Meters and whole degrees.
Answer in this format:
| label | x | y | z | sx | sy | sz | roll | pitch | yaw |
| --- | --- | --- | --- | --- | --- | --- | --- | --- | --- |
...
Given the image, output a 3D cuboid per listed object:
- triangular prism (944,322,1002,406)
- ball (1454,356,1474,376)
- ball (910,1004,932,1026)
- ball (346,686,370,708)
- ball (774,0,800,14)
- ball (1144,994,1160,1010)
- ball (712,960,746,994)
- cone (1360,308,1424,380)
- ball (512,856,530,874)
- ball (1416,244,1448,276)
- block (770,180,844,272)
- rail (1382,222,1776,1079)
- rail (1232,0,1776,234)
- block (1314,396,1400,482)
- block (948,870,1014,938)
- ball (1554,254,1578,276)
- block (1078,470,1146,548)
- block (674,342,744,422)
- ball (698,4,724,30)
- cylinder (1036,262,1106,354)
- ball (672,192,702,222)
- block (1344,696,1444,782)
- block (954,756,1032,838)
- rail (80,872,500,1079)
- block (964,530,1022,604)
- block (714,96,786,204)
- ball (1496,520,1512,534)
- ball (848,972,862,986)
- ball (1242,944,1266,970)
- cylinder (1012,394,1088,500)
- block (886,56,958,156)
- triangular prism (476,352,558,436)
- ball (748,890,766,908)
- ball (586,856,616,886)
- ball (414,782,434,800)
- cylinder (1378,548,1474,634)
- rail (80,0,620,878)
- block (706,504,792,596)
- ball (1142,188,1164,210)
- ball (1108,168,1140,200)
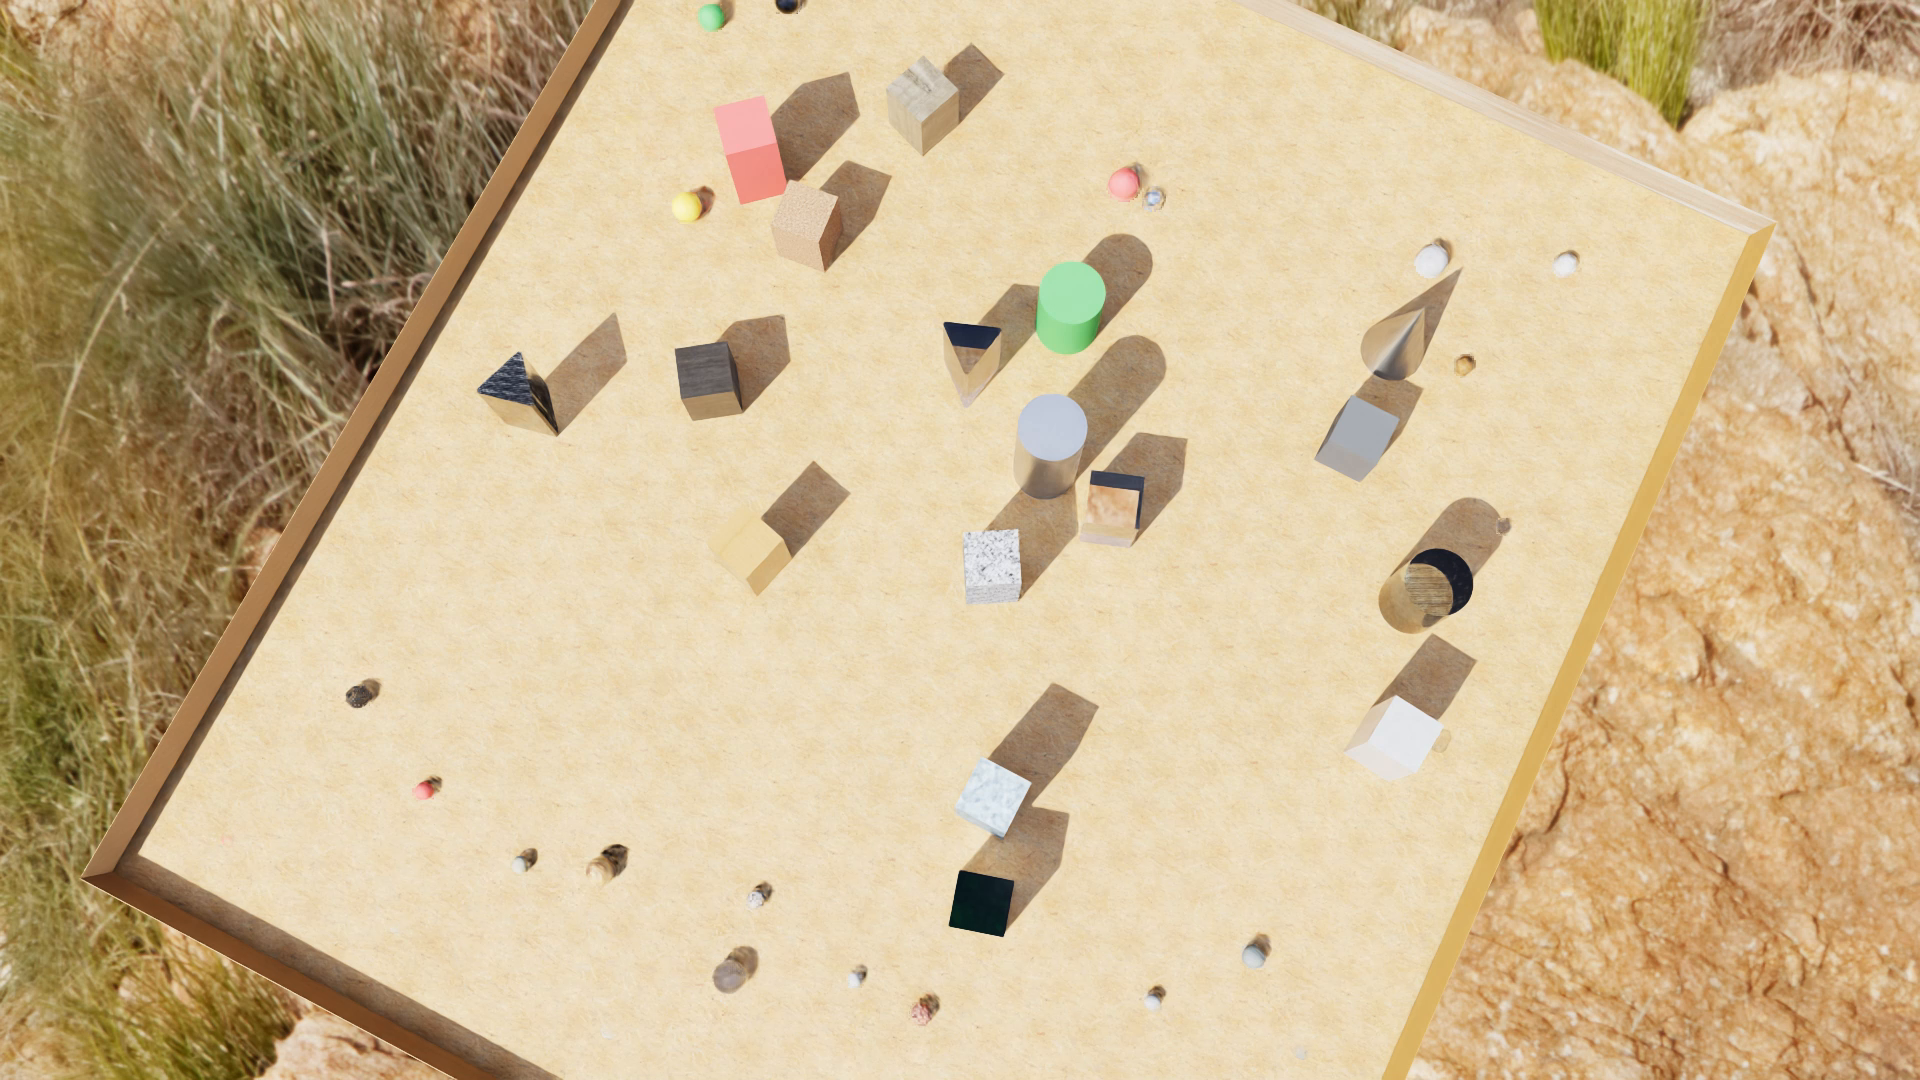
| label | x | y | z | sx | sy | sz | roll | pitch | yaw |
| --- | --- | --- | --- | --- | --- | --- | --- | --- | --- |
| triangular prism | 0.011 | -0.558 | 5.547 | 0.148 | 0.363 | 0.171 | 36 | 81 | 7 |
| ball | 1.569 | -0.541 | 5.699 | 0.058 | 0.058 | 0.058 | 0 | 78 | 0 |
| ball | -0.112 | 1.373 | 5.300 | 0.063 | 0.063 | 0.063 | 0 | 78 | 0 |
| ball | -1.803 | 0.470 | 5.484 | 0.069 | 0.069 | 0.069 | 0 | 78 | 0 |
| ball | -0.560 | -1.743 | 5.936 | 0.081 | 0.081 | 0.081 | 0 | 78 | 0 |
| ball | 0.558 | 1.341 | 5.314 | 0.048 | 0.048 | 0.048 | 0 | 78 | 0 |
| ball | -0.669 | 1.267 | 5.306 | 0.095 | 0.095 | 0.095 | 0 | 78 | 0 |
| cone | 1.353 | -0.636 | 5.537 | 0.198 | 0.414 | 0.198 | 0 | 78 | 0 |
| ball | -1.294 | 0.957 | 5.392 | 0.053 | 0.053 | 0.053 | 0 | 78 | 0 |
| ball | 1.482 | -0.876 | 5.748 | 0.098 | 0.098 | 0.098 | 0 | 78 | 0 |
| block | -0.473 | -0.971 | 5.684 | 0.158 | 0.262 | 0.158 | 21 | 79 | 4 |
| rail | 1.609 | 0.795 | 5.385 | 0.045 | 0.129 | 4.067 | 26 | 80 | 5 |
| rail | 0.899 | -1.753 | 5.913 | 3.645 | 0.129 | 0.045 | 26 | 80 | 5 |
| block | 1.201 | -0.305 | 5.558 | 0.158 | 0.238 | 0.158 | 28 | 80 | 5 |
| block | 0.060 | 1.043 | 5.248 | 0.158 | 0.298 | 0.158 | 11 | 79 | 2 |
| ball | 1.904 | -0.864 | 5.760 | 0.069 | 0.069 | 0.069 | 0 | 78 | 0 |
| block | 0.453 | -0.090 | 5.492 | 0.158 | 0.280 | 0.158 | 8 | 78 | 2 |
| block | -0.764 | -0.483 | 5.590 | 0.158 | 0.248 | 0.158 | -9 | 78 | -2 |
| ball | -0.806 | -1.691 | 5.924 | 0.085 | 0.085 | 0.085 | 0 | 78 | 0 |
| cylinder | 0.335 | -0.707 | 5.609 | 0.198 | 0.302 | 0.198 | 0 | 78 | 0 |
| ball | -0.863 | -1.052 | 5.786 | 0.095 | 0.095 | 0.095 | 0 | 78 | 0 |
| block | 1.255 | 0.580 | 5.323 | 0.158 | 0.340 | 0.158 | 33 | 80 | 6 |
| block | 0.092 | 0.745 | 5.270 | 0.158 | 0.376 | 0.158 | 27 | 80 | 5 |
| rail | -0.899 | 1.767 | 5.184 | 3.645 | 0.129 | 0.045 | 26 | 80 | 5 |
| block | 0.093 | 0.083 | 5.436 | 0.158 | 0.320 | 0.158 | -3 | 78 | -1 |
| block | -0.643 | -1.201 | 5.668 | 0.158 | 0.387 | 0.158 | -15 | 79 | -3 |
| ball | 1.664 | -0.039 | 5.603 | 0.042 | 0.042 | 0.042 | 0 | 78 | 0 |
| ball | -0.305 | 1.278 | 5.330 | 0.044 | 0.044 | 0.044 | 0 | 78 | 0 |
| ball | 0.855 | 1.213 | 5.330 | 0.070 | 0.070 | 0.070 | 0 | 78 | 0 |
| cylinder | 0.262 | -0.270 | 5.424 | 0.198 | 0.487 | 0.198 | 0 | 78 | 0 |
| block | -0.116 | -1.364 | 5.768 | 0.158 | 0.255 | 0.158 | -43 | 81 | -8 |
| triangular prism | -1.310 | -0.448 | 5.531 | 0.171 | 0.349 | 0.148 | 15 | 79 | 3 |
| ball | -0.597 | 1.053 | 5.372 | 0.052 | 0.052 | 0.052 | 0 | 78 | 0 |
| ball | -1.054 | 0.971 | 5.372 | 0.086 | 0.086 | 0.086 | 0 | 78 | 0 |
| ball | -1.590 | 0.745 | 5.435 | 0.054 | 0.054 | 0.054 | 0 | 78 | 0 |
| cylinder | 1.372 | 0.155 | 5.413 | 0.198 | 0.336 | 0.198 | 0 | 78 | 0 |
| rail | -1.609 | -0.781 | 5.712 | 0.045 | 0.129 | 4.067 | 26 | 80 | 5 |
| block | -0.624 | 0.034 | 5.456 | 0.158 | 0.301 | 0.158 | 41 | 81 | 8 |
| ball | 0.612 | -1.081 | 5.808 | 0.064 | 0.064 | 0.064 | 0 | 78 | 0 |
| ball | 0.519 | -1.127 | 5.800 | 0.099 | 0.099 | 0.099 | 0 | 78 | 0 |
